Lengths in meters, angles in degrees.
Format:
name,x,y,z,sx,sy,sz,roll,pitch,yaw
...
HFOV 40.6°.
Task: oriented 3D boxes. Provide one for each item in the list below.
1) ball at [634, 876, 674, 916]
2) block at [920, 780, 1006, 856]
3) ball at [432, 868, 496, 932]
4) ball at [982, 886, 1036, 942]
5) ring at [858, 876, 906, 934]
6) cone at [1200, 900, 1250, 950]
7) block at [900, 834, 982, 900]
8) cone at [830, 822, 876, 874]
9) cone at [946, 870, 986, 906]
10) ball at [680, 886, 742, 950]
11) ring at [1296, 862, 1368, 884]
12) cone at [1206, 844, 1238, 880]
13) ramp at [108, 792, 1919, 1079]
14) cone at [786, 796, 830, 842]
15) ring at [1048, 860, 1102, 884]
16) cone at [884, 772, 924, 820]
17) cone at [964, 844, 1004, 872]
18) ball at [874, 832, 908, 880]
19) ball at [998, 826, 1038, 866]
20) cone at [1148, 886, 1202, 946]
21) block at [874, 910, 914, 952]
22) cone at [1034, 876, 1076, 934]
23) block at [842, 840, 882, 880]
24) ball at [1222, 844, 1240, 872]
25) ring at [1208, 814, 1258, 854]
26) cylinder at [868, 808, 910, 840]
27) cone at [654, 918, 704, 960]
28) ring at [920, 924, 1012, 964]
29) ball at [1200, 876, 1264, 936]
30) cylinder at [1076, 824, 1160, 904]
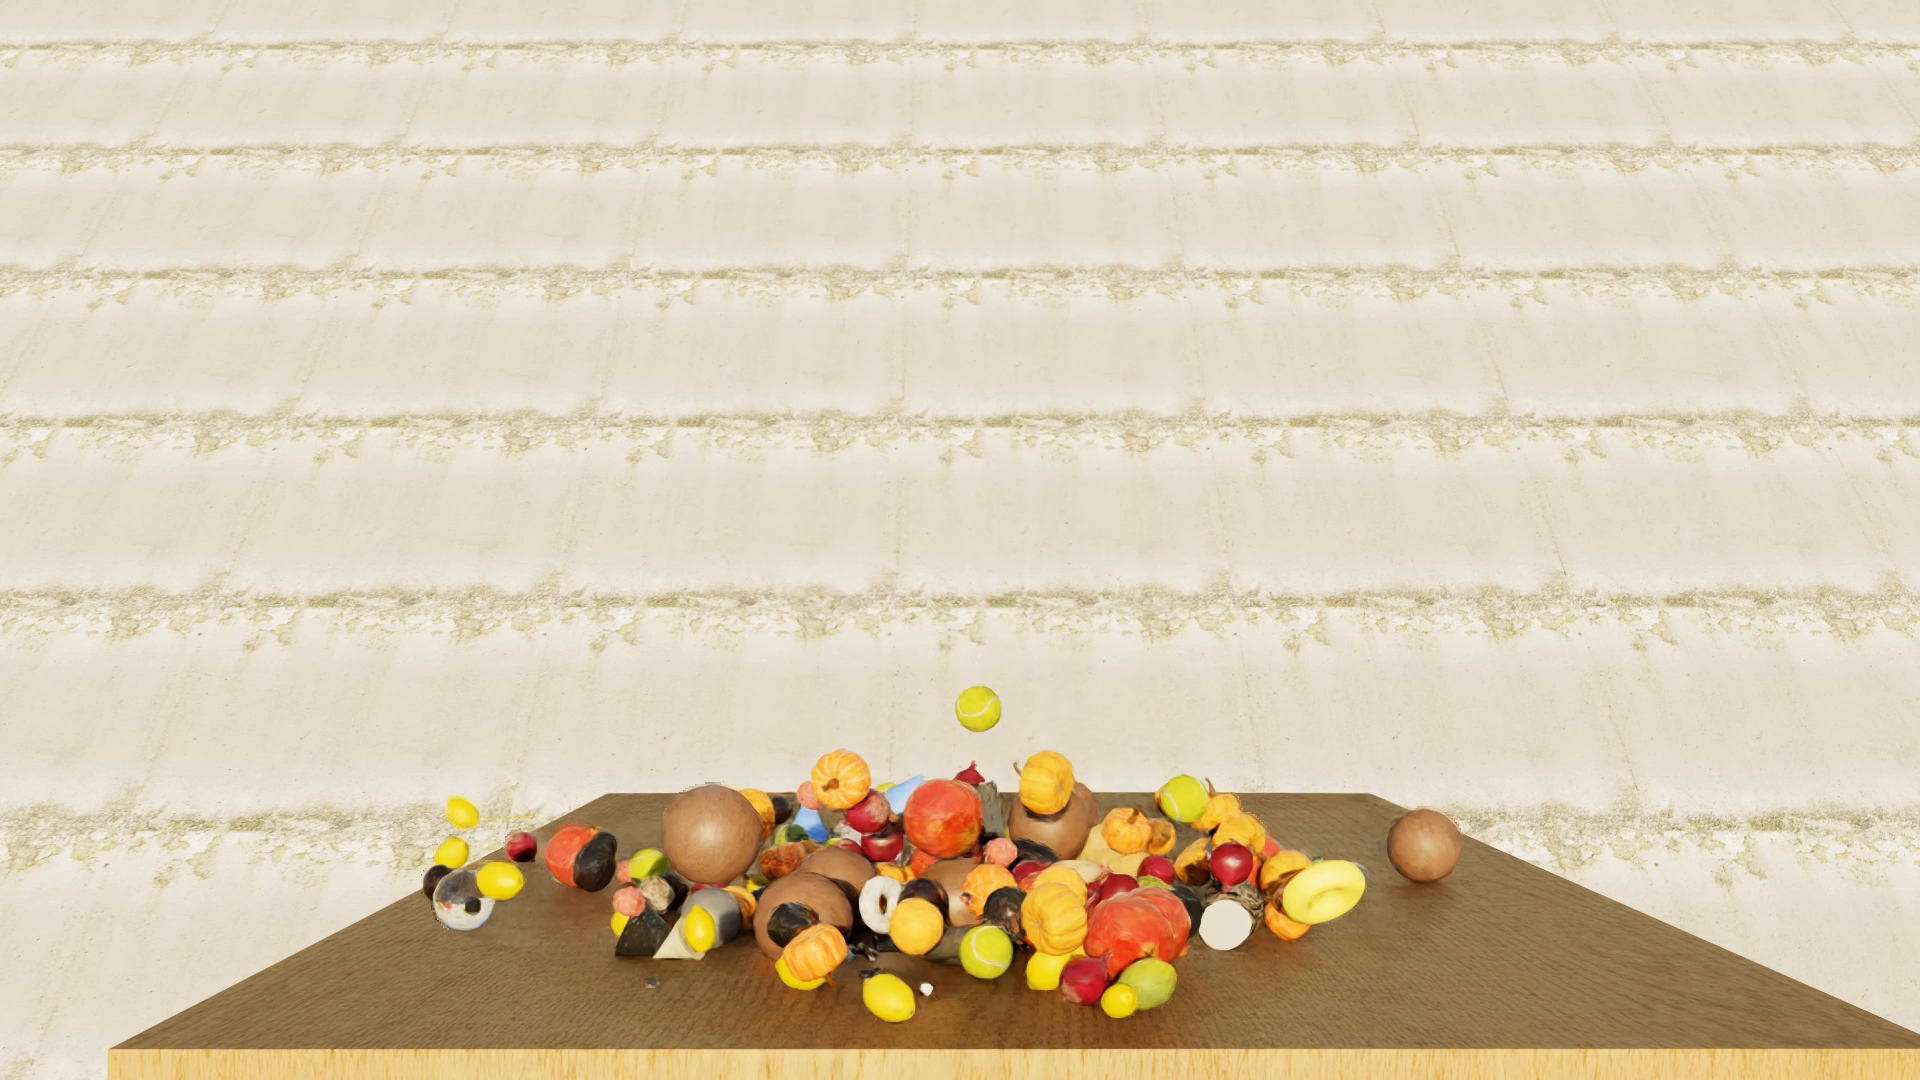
name,x,y,z,sx,sy,sz,roll,pitch,yaw
ball,-0.474,0.554,4.024,0.064,0.064,0.064,0,34,0
block,0.006,0.437,4.089,0.095,0.095,0.095,-12,-3,19
ball,-0.737,0.535,3.861,0.092,0.092,0.092,0,34,0
ball,0.065,0.490,3.404,0.072,0.072,0.072,0,34,0
ring,-0.102,0.484,3.446,0.026,0.077,0.077,-13,19,45
cone,0.383,0.559,3.686,0.074,0.074,0.074,-8,60,13
block,-0.031,0.546,4.346,0.098,0.098,0.098,-1,-2,34
cone,-0.213,0.584,4.744,0.099,0.099,0.099,13,30,18
cone,0.022,0.570,4.169,0.063,0.063,0.063,21,40,20
ball,-0.349,0.531,3.646,0.087,0.087,0.087,0,34,0
ring,0.640,0.578,4.467,0.124,0.041,0.124,-1,-1,0
cone,0.431,0.548,4.360,0.056,0.056,0.056,13,18,-4
ramp,0.076,0.658,4.811,2.000,0.100,4.000,0,-2,0
cone,-0.316,0.575,5.397,0.098,0.098,0.098,0,-2,0
ring,0.166,0.480,3.752,0.077,0.026,0.077,0,3,0
cone,-0.086,0.460,4.819,0.083,0.083,0.083,22,29,-13
cone,0.030,0.517,4.145,0.059,0.059,0.059,-26,40,-9
ball,-0.111,0.559,4.588,0.084,0.084,0.084,0,34,0
ball,0.109,0.571,4.847,0.075,0.075,0.075,0,34,0
cone,0.276,0.503,3.536,0.082,0.082,0.082,-12,65,26
block,-0.092,0.546,3.625,0.053,0.053,0.053,-1,-4,-6
cone,0.134,0.531,3.848,0.088,0.088,0.088,8,0,0
block,-0.167,0.571,4.638,0.064,0.064,0.064,1,-2,-37
ball,0.484,0.579,4.728,0.053,0.053,0.053,0,34,0
ring,0.536,0.576,5.082,0.101,0.101,0.034,13,52,18
cylinder,-0.142,0.577,5.178,0.081,0.081,0.081,0,-2,0
cone,-0.394,0.558,3.548,0.064,0.064,0.064,-29,31,16
ring,0.008,0.540,3.459,0.125,0.125,0.042,-2,74,-3
ball,0.393,0.532,3.750,0.092,0.092,0.092,0,34,0
cylinder,0.250,0.516,4.135,0.098,0.098,0.098,-17,24,-23
